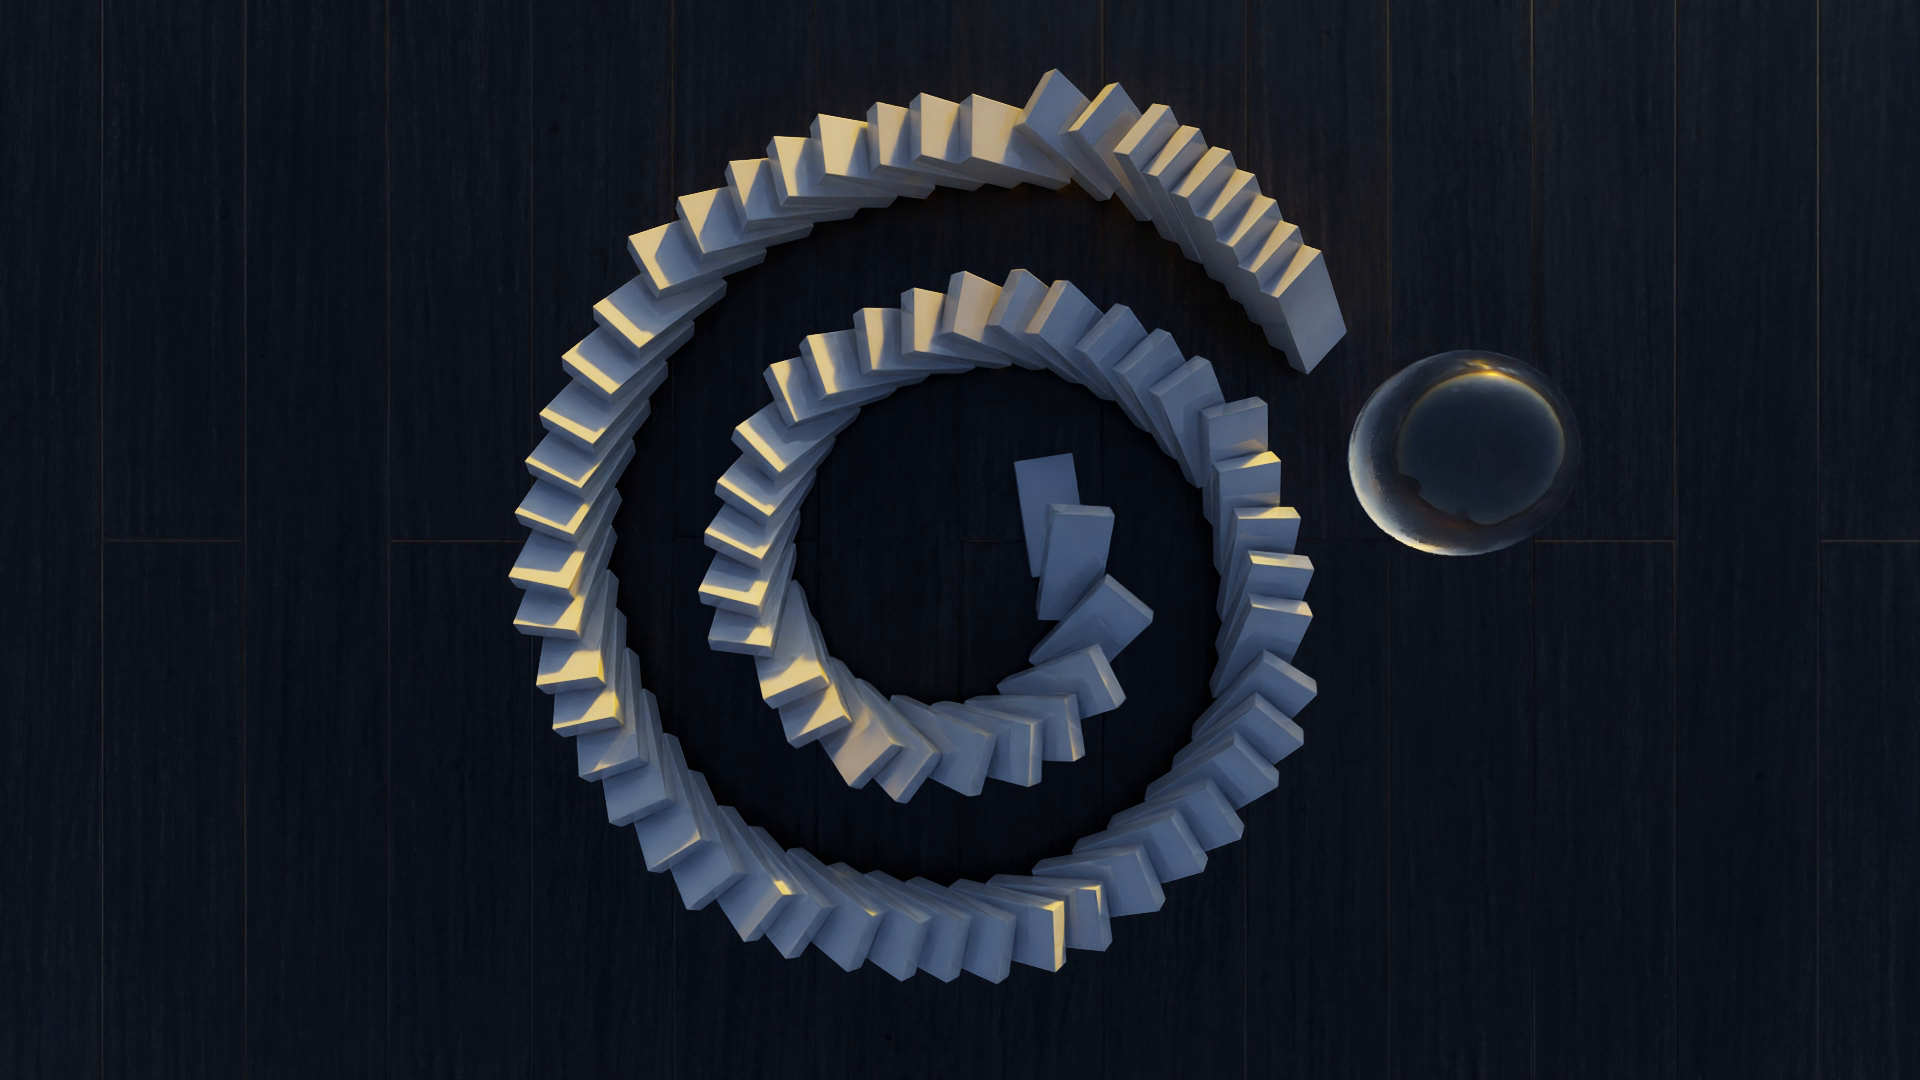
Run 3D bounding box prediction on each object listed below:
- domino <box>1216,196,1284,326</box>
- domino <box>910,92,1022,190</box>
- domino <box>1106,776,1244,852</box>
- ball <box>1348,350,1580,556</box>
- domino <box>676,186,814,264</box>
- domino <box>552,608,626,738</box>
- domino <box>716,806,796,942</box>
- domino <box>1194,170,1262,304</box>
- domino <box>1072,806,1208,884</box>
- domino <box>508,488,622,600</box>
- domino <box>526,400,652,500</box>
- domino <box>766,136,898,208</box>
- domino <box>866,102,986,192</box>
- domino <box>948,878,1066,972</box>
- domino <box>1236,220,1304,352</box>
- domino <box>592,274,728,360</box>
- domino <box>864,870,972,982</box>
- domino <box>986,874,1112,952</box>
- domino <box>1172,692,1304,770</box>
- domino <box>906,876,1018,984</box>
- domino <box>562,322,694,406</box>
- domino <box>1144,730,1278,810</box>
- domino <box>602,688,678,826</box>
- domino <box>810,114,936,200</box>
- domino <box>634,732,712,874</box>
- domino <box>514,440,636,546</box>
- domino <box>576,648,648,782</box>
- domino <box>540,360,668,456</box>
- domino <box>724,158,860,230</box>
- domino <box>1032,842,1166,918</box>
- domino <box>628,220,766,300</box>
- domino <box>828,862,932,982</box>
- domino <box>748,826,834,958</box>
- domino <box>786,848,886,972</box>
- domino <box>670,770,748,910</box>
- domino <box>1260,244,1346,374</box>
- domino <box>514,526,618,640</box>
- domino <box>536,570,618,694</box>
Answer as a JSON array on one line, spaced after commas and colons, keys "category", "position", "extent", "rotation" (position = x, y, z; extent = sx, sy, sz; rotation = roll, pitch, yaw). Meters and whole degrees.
[{"category": "domino", "position": [0.125, -0.114, 0.379], "extent": [0.025, 0.050, 0.010], "rotation": [-47, 46, 0]}, {"category": "domino", "position": [0.003, -0.166, 0.382], "extent": [0.050, 0.010, 0.025], "rotation": [1, 88, -32]}, {"category": "domino", "position": [0.089, 0.120, 0.383], "extent": [0.050, 0.009, 0.025], "rotation": [-34, 91, 31]}, {"category": "ball", "position": [0.196, -0.034, 0.360], "extent": [0.080, 0.080, 0.080], "rotation": [0, 90, 0]}, {"category": "domino", "position": [-0.090, -0.135, 0.385], "extent": [0.050, 0.009, 0.025], "rotation": [-24, 90, -25]}, {"category": "domino", "position": [-0.154, 0.055, 0.382], "extent": [0.025, 0.009, 0.050], "rotation": [-12, 57, 0]}, {"category": "domino", "position": [-0.092, 0.138, 0.382], "extent": [0.050, 0.010, 0.025], "rotation": [41, 93, 31]}, {"category": "domino", "position": [0.116, -0.124, 0.379], "extent": [0.025, 0.050, 0.009], "rotation": [-47, 46, 0]}, {"category": "domino", "position": [0.074, 0.132, 0.383], "extent": [0.050, 0.010, 0.025], "rotation": [-31, 91, 31]}, {"category": "domino", "position": [-0.164, -0.001, 0.382], "extent": [0.025, 0.009, 0.050], "rotation": [11, 59, 3]}, {"category": "domino", "position": [-0.154, -0.043, 0.383], "extent": [0.025, 0.010, 0.050], "rotation": [25, 60, 1]}, {"category": "domino", "position": [-0.053, -0.153, 0.382], "extent": [0.050, 0.010, 0.025], "rotation": [-13, 88, -32]}, {"category": "domino", "position": [-0.014, -0.164, 0.383], "extent": [0.050, 0.010, 0.025], "rotation": [-3, 90, -31]}, {"category": "domino", "position": [0.019, 0.160, 0.382], "extent": [0.050, 0.009, 0.025], "rotation": [-1, 93, 34]}, {"category": "domino", "position": [0.133, -0.104, 0.379], "extent": [0.025, 0.050, 0.009], "rotation": [-47, 46, 0]}, {"category": "domino", "position": [-0.125, -0.100, 0.384], "extent": [0.025, 0.010, 0.050], "rotation": [42, 62, 0]}, {"category": "domino", "position": [-0.021, 0.160, 0.383], "extent": [0.050, 0.010, 0.025], "rotation": [13, 90, 33]}, {"category": "domino", "position": [0.037, 0.155, 0.384], "extent": [0.050, 0.009, 0.025], "rotation": [-8, 90, 29]}, {"category": "domino", "position": [0.115, 0.088, 0.382], "extent": [0.025, 0.009, 0.050], "rotation": [39, 123, -3]}, {"category": "domino", "position": [-0.002, 0.162, 0.382], "extent": [0.050, 0.009, 0.025], "rotation": [9, 91, 33]}, {"category": "domino", "position": [-0.138, -0.081, 0.384], "extent": [0.025, 0.009, 0.050], "rotation": [37, 61, 1]}, {"category": "domino", "position": [0.104, 0.103, 0.382], "extent": [0.025, 0.010, 0.050], "rotation": [44, 122, -4]}, {"category": "domino", "position": [-0.137, 0.091, 0.384], "extent": [0.025, 0.009, 0.050], "rotation": [-23, 61, 0]}, {"category": "domino", "position": [-0.036, -0.159, 0.382], "extent": [0.050, 0.010, 0.025], "rotation": [-5, 84, -31]}, {"category": "domino", "position": [-0.124, 0.109, 0.383], "extent": [0.025, 0.010, 0.050], "rotation": [-32, 60, 2]}, {"category": "domino", "position": [-0.160, -0.025, 0.383], "extent": [0.025, 0.009, 0.050], "rotation": [20, 60, 0]}, {"category": "domino", "position": [-0.146, 0.073, 0.383], "extent": [0.025, 0.009, 0.050], "rotation": [-18, 60, 0]}, {"category": "domino", "position": [-0.148, -0.061, 0.383], "extent": [0.025, 0.009, 0.050], "rotation": [29, 60, 2]}, {"category": "domino", "position": [-0.070, -0.146, 0.384], "extent": [0.050, 0.009, 0.025], "rotation": [-17, 90, -27]}, {"category": "domino", "position": [0.057, 0.144, 0.383], "extent": [0.050, 0.009, 0.025], "rotation": [-22, 90, 31]}, {"category": "domino", "position": [-0.110, -0.122, 0.385], "extent": [0.050, 0.010, 0.025], "rotation": [-30, 90, -26]}, {"category": "domino", "position": [-0.037, 0.158, 0.382], "extent": [0.050, 0.009, 0.025], "rotation": [18, 93, 33]}, {"category": "domino", "position": [-0.078, 0.146, 0.383], "extent": [0.050, 0.009, 0.025], "rotation": [35, 90, 31]}, {"category": "domino", "position": [-0.057, 0.153, 0.382], "extent": [0.050, 0.010, 0.025], "rotation": [24, 92, 32]}, {"category": "domino", "position": [-0.111, 0.125, 0.383], "extent": [0.025, 0.010, 0.050], "rotation": [-38, 60, 2]}, {"category": "domino", "position": [0.143, -0.094, 0.379], "extent": [0.025, 0.050, 0.010], "rotation": [-47, 46, 0]}, {"category": "domino", "position": [-0.164, 0.016, 0.383], "extent": [0.025, 0.009, 0.050], "rotation": [6, 59, 0]}, {"category": "domino", "position": [-0.159, 0.038, 0.382], "extent": [0.025, 0.009, 0.050], "rotation": [-8, 58, 2]}]
